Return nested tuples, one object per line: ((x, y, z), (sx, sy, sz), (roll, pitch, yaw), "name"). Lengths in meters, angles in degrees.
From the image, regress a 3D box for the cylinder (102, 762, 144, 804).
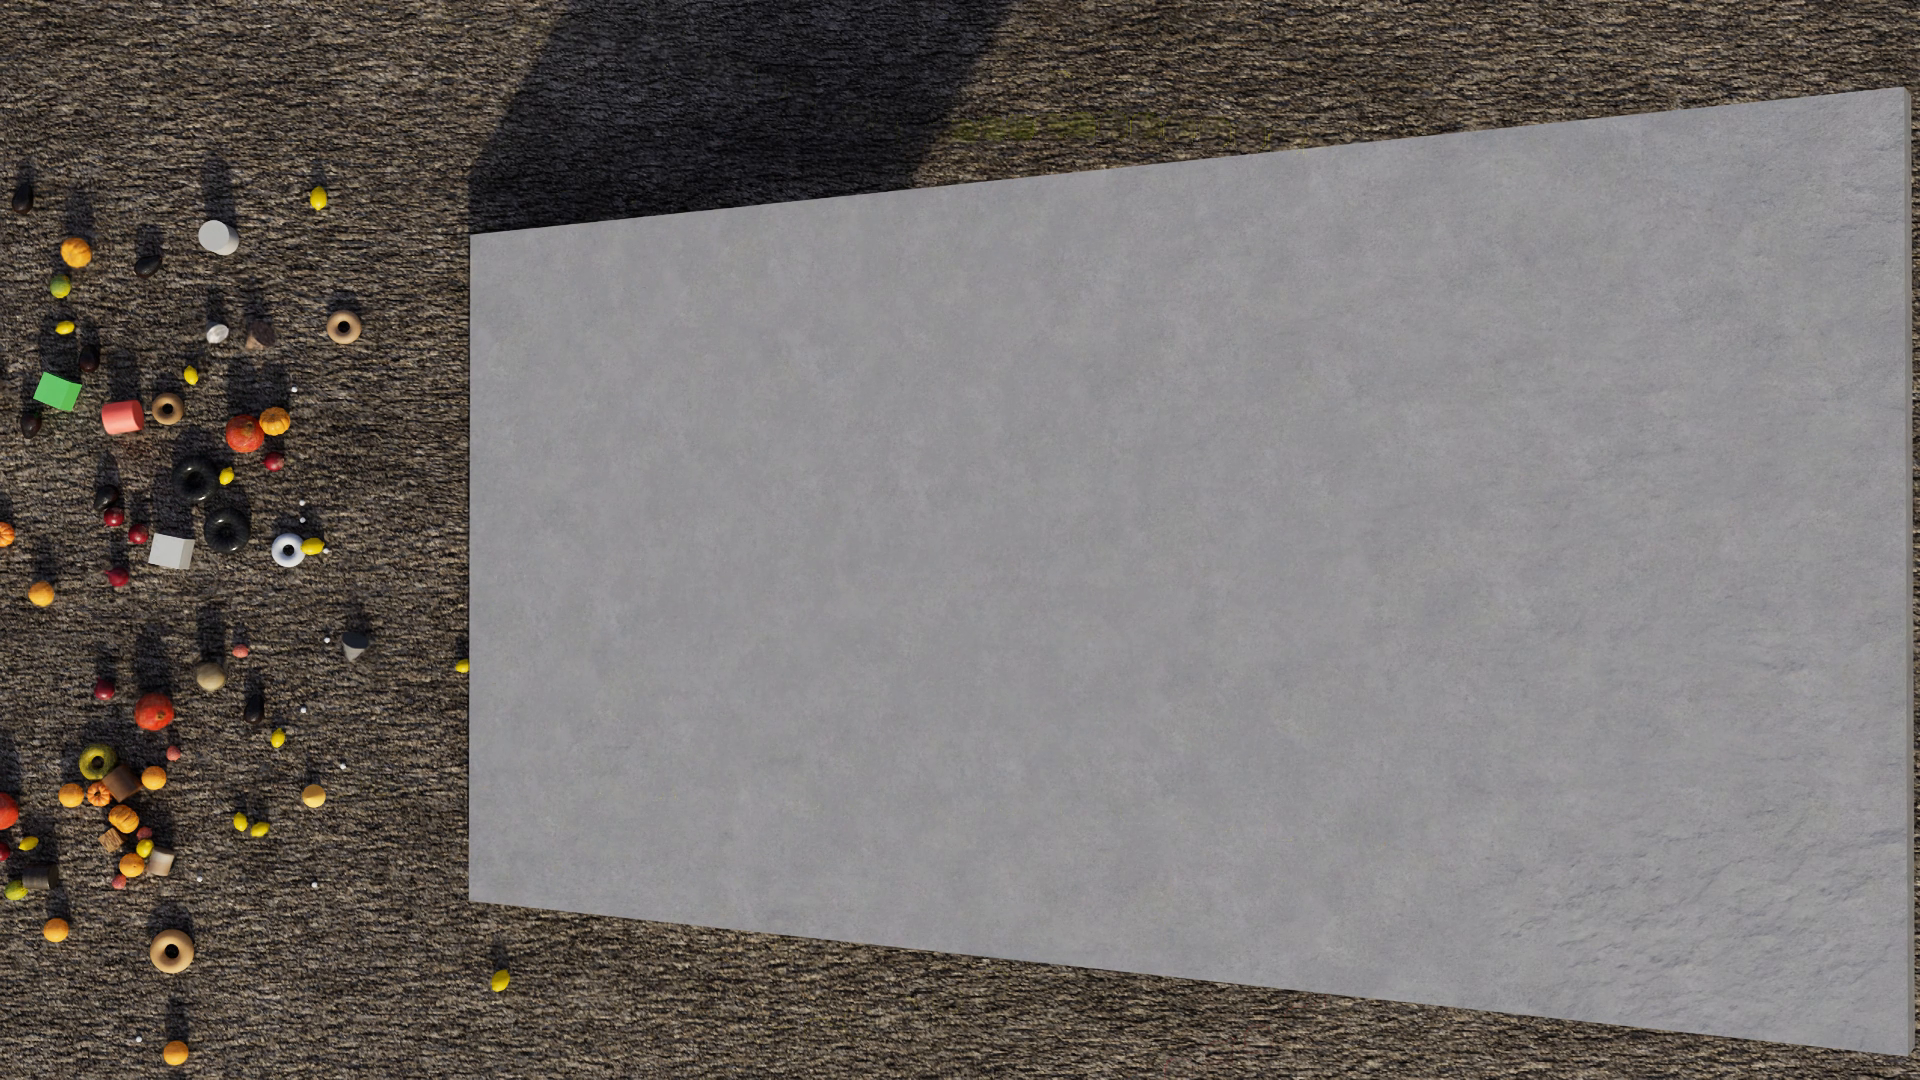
((-2.528, 0.735, 6.640), (0.088, 0.088, 0.088), (-39, 90, 0), "cylinder")

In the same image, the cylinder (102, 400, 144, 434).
((-2.530, -0.371, 6.647), (0.093, 0.093, 0.093), (-9, 89, 0), "cylinder")

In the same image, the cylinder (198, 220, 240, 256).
((-2.242, -0.914, 6.653), (0.092, 0.092, 0.092), (0, 89, 0), "cylinder")

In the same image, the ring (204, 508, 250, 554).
((-2.222, -0.028, 6.667), (0.143, 0.048, 0.143), (0, 90, 1), "ring")

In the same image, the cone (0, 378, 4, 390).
((-2.956, -0.446, 6.675), (0.087, 0.087, 0.087), (29, 116, 0), "cone")

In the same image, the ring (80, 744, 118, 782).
((-2.612, 0.674, 6.665), (0.117, 0.039, 0.117), (0, 89, 1), "ring")

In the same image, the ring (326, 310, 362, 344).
((-1.871, -0.648, 6.679), (0.106, 0.035, 0.106), (0, 90, -1), "ring")

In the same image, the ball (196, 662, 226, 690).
((-2.263, 0.411, 6.644), (0.084, 0.084, 0.084), (0, 89, 0), "ball")

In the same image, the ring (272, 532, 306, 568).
((-2.037, 0.030, 6.673), (0.104, 0.035, 0.104), (0, 90, -1), "ring")

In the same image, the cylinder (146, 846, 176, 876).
((-2.417, 0.971, 6.647), (0.068, 0.068, 0.068), (19, 89, 0), "cylinder")

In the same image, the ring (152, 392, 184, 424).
((-2.405, -0.399, 6.678), (0.098, 0.033, 0.098), (0, 91, 0), "ring")

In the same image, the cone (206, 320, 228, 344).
((-2.272, -0.647, 6.680), (0.071, 0.071, 0.071), (-43, 63, 0), "cone")

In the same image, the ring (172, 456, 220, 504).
((-2.317, -0.184, 6.668), (0.147, 0.049, 0.147), (0, 88, 0), "ring")

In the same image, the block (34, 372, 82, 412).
((-2.729, -0.449, 6.651), (0.087, 0.087, 0.087), (22, 90, 0), "block")

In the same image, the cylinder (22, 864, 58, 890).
((-2.777, 1.016, 6.642), (0.077, 0.077, 0.077), (2, 89, 0), "cylinder")

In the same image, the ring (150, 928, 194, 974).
((-2.385, 1.244, 6.657), (0.134, 0.045, 0.134), (0, 90, 1), "ring")

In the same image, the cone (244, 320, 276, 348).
((-2.145, -0.603, 6.675), (0.092, 0.092, 0.092), (-32, 89, 26), "cone")

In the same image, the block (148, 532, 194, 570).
((-2.381, 0.033, 6.644), (0.092, 0.092, 0.092), (12, 89, 0), "block")

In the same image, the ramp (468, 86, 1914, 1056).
((0.265, 0.073, 5.613), (4.000, 0.100, 2.000), (0, 89, 31), "ramp")

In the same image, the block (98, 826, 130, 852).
((-2.560, 0.905, 6.654), (0.055, 0.055, 0.055), (-38, 90, 0), "block")

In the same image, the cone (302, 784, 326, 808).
((-1.963, 0.777, 6.648), (0.070, 0.070, 0.070), (0, 90, 0), "cone")

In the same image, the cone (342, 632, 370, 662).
((-1.842, 0.340, 6.668), (0.083, 0.083, 0.083), (24, 116, 0), "cone")
